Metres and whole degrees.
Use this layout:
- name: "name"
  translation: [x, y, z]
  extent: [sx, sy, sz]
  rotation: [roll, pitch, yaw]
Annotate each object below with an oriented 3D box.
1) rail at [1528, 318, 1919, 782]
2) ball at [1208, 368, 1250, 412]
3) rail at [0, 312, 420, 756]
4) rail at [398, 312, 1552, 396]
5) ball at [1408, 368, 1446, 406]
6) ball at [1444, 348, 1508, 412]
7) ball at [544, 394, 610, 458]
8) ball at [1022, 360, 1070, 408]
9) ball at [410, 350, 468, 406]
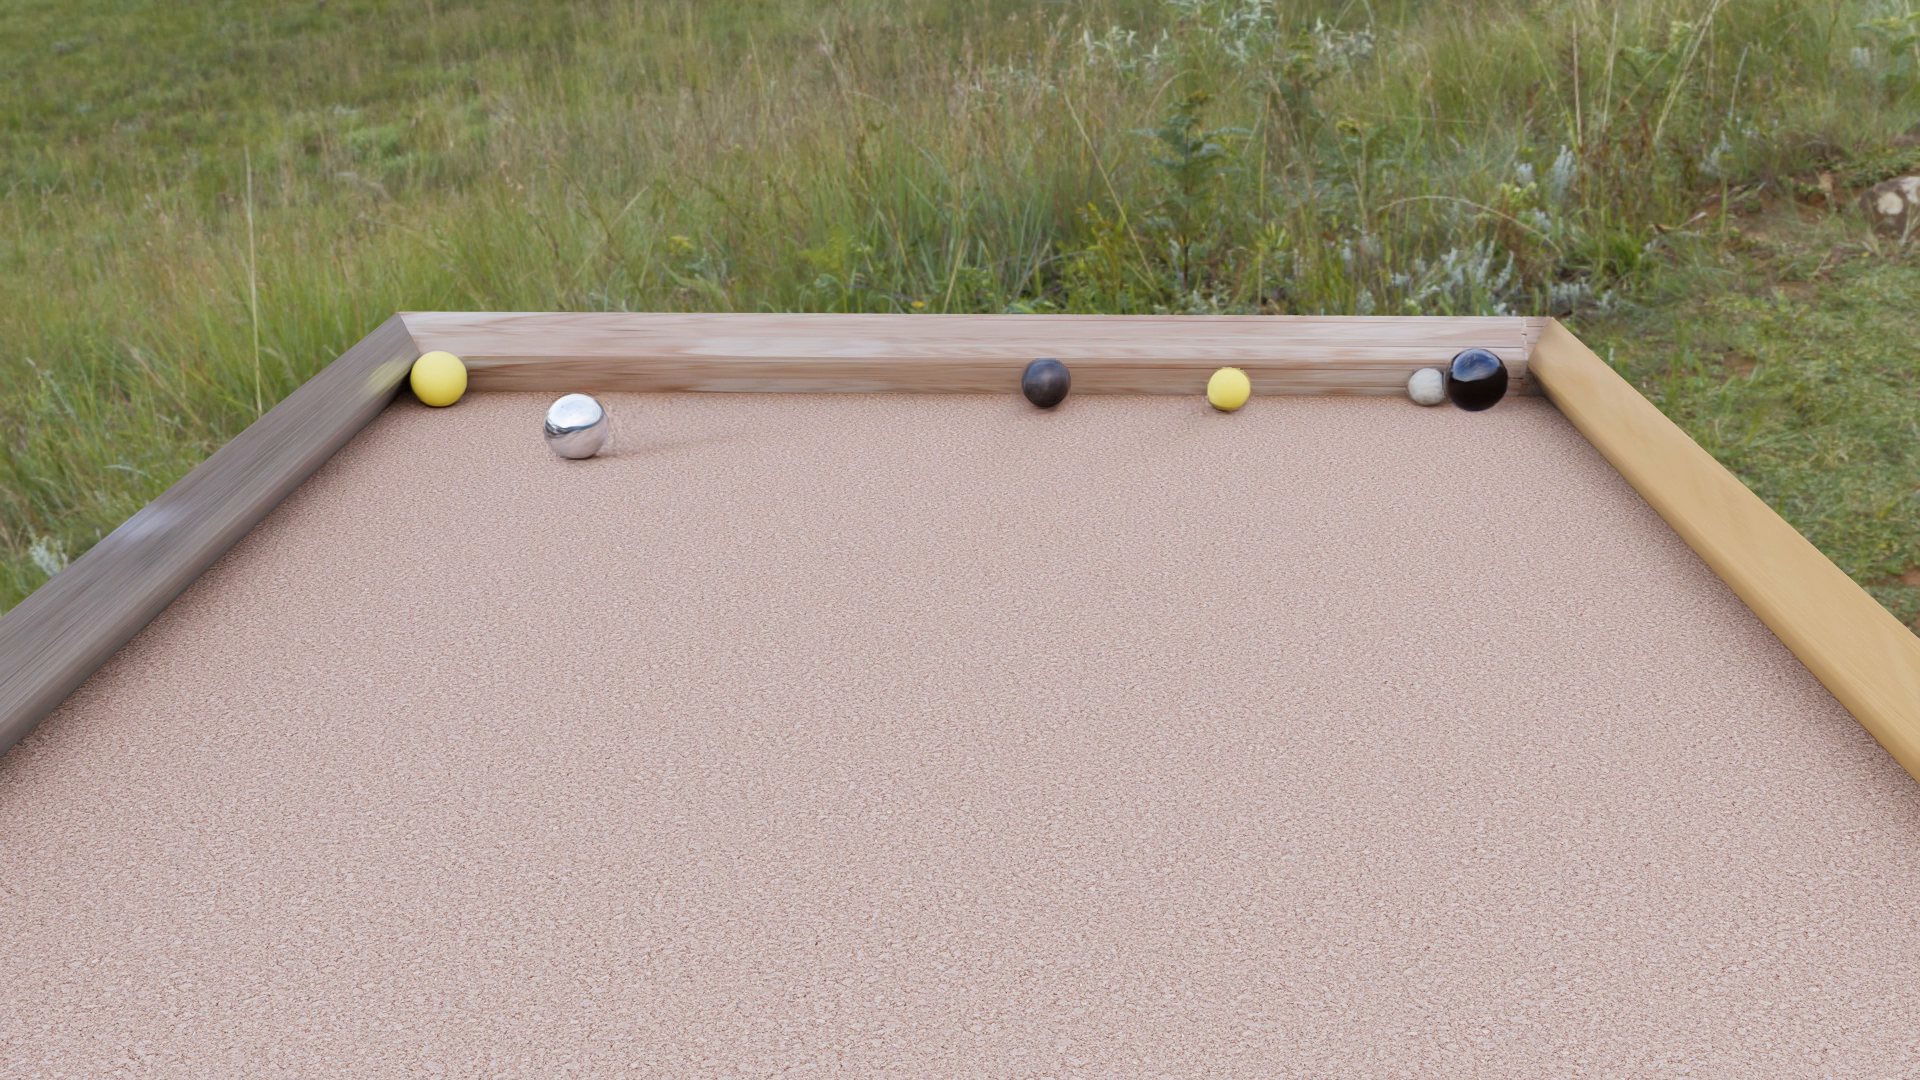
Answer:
- name: "rail"
  translation: [0.876, 0.253, 1.783]
  extent: [0.045, 0.128, 3.594]
  rotation: [0, 18, 1]
- name: "ball"
  translation: [0.417, -0.233, 3.416]
  extent: [0.066, 0.066, 0.066]
  rotation: [0, 18, 0]
- name: "rail"
  translation: [-0.914, 0.241, 1.819]
  extent: [0.045, 0.128, 3.594]
  rotation: [0, 18, 1]
- name: "rail"
  translation: [0.019, -0.290, 3.490]
  extent: [1.838, 0.128, 0.045]
  rotation: [0, 18, 1]
- name: "ball"
  translation: [0.733, -0.240, 3.450]
  extent: [0.059, 0.059, 0.059]
  rotation: [0, 18, 0]
- name: "ball"
  translation: [0.800, -0.248, 3.410]
  extent: [0.098, 0.098, 0.098]
  rotation: [0, 18, 0]
- name: "ball"
  translation: [-0.549, -0.163, 3.152]
  extent: [0.093, 0.093, 0.093]
  rotation: [0, 18, 0]
- name: "ball"
  translation: [0.133, -0.245, 3.440]
  extent: [0.075, 0.075, 0.075]
  rotation: [0, 18, 0]
- name: "ball"
  translation: [-0.815, -0.252, 3.441]
  extent: [0.088, 0.088, 0.088]
  rotation: [0, 18, 0]
